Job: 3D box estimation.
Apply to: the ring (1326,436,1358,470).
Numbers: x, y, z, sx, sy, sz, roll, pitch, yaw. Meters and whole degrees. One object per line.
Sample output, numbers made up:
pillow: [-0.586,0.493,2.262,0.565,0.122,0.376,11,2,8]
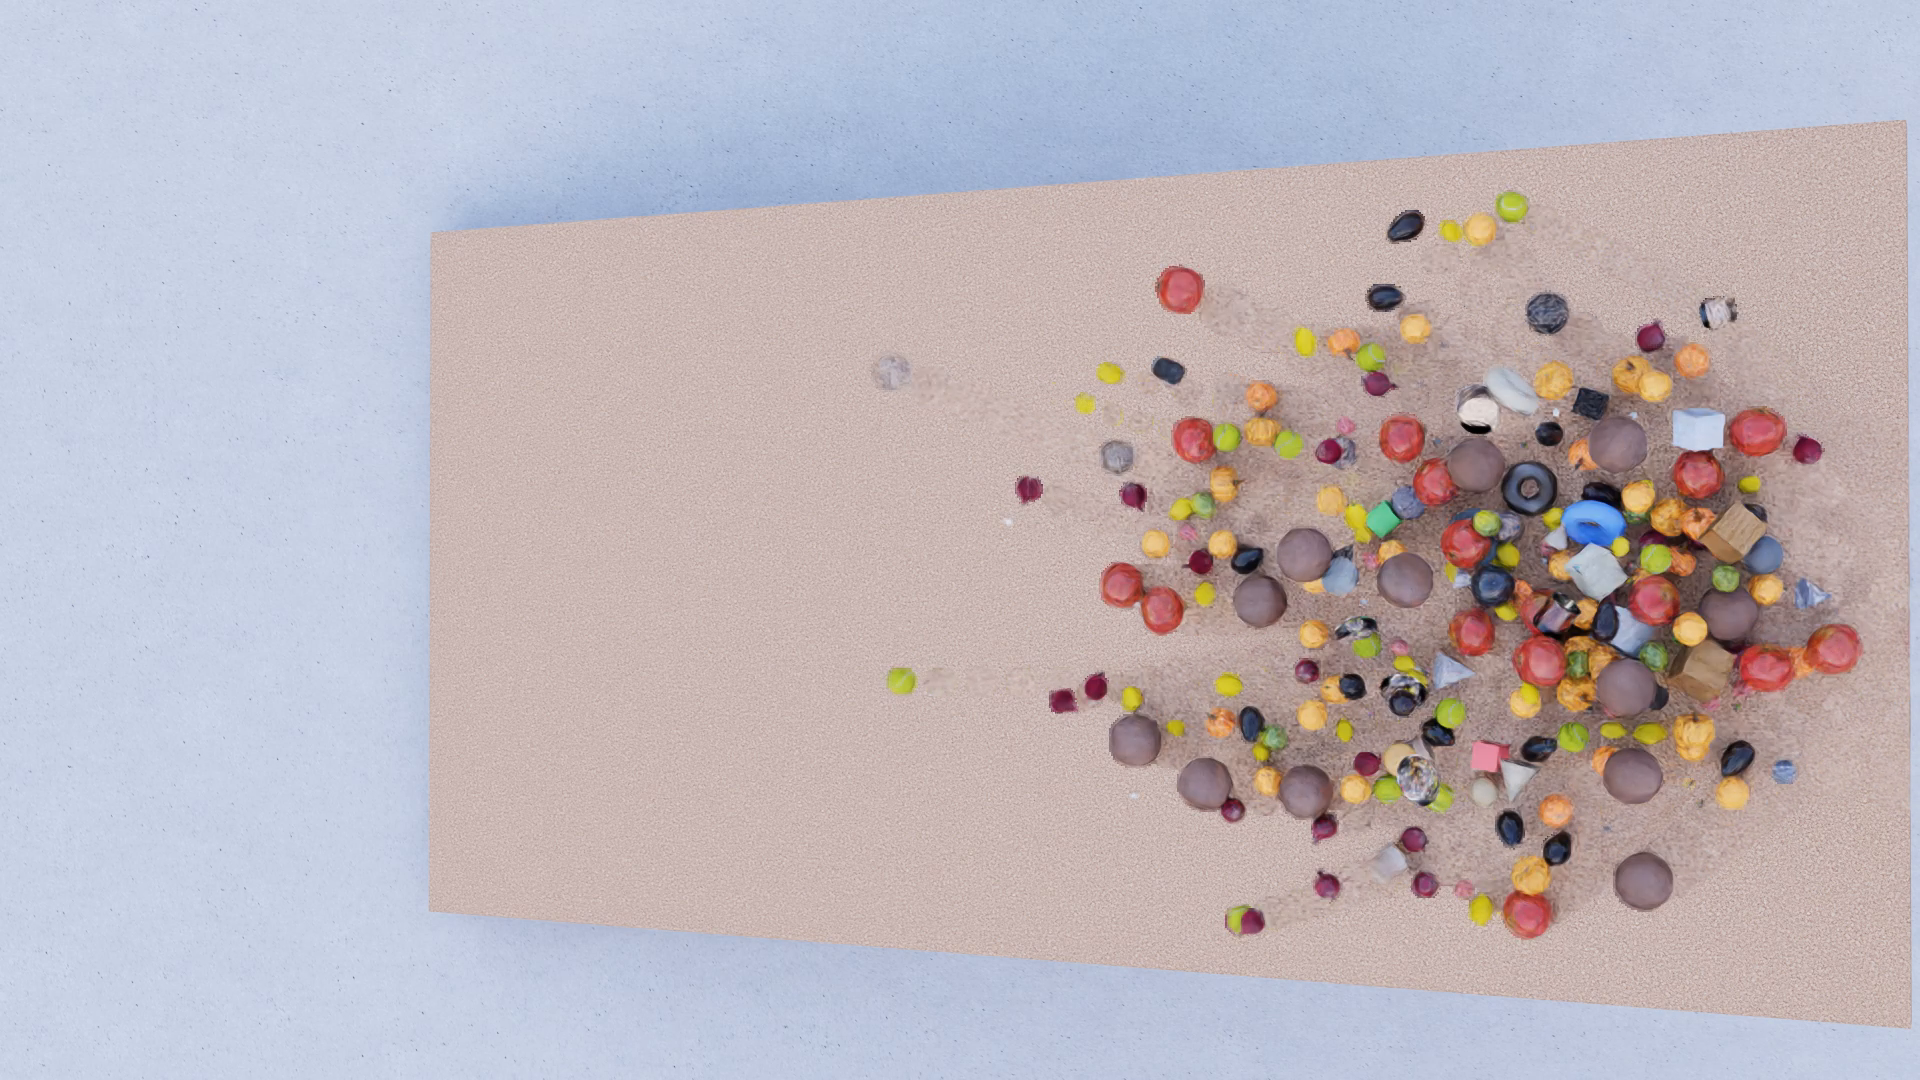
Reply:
ring: [0.927,-0.211,5.346,0.080,0.027,0.080,0,91,25]

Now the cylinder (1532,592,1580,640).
cylinder: [1.354,0.172,4.991,0.077,0.077,0.077,31,117,0]

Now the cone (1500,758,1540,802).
cone: [1.280,0.561,5.076,0.096,0.096,0.096,13,94,0]

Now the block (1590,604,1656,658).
block: [1.511,0.208,5.014,0.086,0.086,0.086,27,88,-17]

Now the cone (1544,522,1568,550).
cone: [1.383,-0.018,5.063,0.058,0.058,0.058,15,125,0]

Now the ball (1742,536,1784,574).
ball: [1.794,0.033,4.915,0.086,0.086,0.086,0,89,0]

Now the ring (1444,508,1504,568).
ring: [1.216,-0.005,5.203,0.139,0.046,0.139,0,89,24]

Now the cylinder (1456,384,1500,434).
cylinder: [1.214,-0.306,5.150,0.093,0.093,0.093,3,113,7]

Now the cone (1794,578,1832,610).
cone: [1.909,0.124,4.897,0.071,0.071,0.071,5,89,-2]

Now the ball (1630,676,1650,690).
ball: [1.564,0.337,5.038,0.053,0.053,0.053,0,89,0]

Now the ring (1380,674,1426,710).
ring: [1.057,0.363,5.245,0.112,0.112,0.037,27,52,0]

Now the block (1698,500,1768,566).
block: [1.708,-0.015,4.860,0.090,0.090,0.090,42,78,8]

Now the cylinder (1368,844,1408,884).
cylinder: [1.023,0.775,5.253,0.069,0.069,0.069,-37,89,0]

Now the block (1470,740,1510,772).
block: [1.247,0.508,5.166,0.062,0.062,0.062,8,93,38]

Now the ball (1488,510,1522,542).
ball: [1.272,-0.031,5.128,0.077,0.077,0.077,0,89,0]

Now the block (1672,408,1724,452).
block: [1.645,-0.247,4.900,0.077,0.077,0.077,-8,107,-19]

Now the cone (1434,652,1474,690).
cone: [1.180,0.313,5.218,0.090,0.090,0.090,5,89,-3]

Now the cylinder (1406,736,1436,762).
cylinder: [1.088,0.509,5.244,0.065,0.065,0.065,-31,89,21]

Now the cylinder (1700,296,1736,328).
cylinder: [1.704,-0.512,4.943,0.060,0.060,0.060,-12,89,39]

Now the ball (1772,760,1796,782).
ball: [1.843,0.517,4.912,0.050,0.050,0.050,0,89,0]

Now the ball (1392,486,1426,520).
ball: [1.072,-0.089,5.249,0.081,0.081,0.081,0,89,0]

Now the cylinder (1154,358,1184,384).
cylinder: [0.502,-0.406,5.290,0.053,0.053,0.053,-10,112,-27]

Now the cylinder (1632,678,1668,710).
cylinder: [1.563,0.350,4.979,0.057,0.057,0.057,-9,112,-22]

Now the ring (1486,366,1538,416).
ring: [1.215,-0.328,4.840,0.136,0.136,0.045,39,117,0]

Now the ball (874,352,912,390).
ball: [-0.179,-0.445,5.805,0.100,0.100,0.100,0,89,0]

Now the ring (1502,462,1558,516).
ring: [1.335,-0.121,5.153,0.129,0.043,0.129,0,90,23]

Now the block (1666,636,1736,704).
block: [1.658,0.290,4.921,0.096,0.096,0.096,29,71,4]

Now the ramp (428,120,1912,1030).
ramp: [0.283,0.083,5.701,4.000,0.100,2.000,0,89,24]

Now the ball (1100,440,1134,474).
ball: [0.396,-0.210,5.552,0.086,0.086,0.086,0,89,0]

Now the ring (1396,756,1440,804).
ring: [1.025,0.537,4.918,0.117,0.039,0.117,18,56,-29]

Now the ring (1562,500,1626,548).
ring: [1.456,-0.037,5.052,0.145,0.145,0.048,22,59,0]

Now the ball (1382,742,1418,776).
ball: [1.031,0.514,5.148,0.081,0.081,0.081,0,89,0]

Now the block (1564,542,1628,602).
block: [1.453,0.073,5.026,0.084,0.084,0.084,-40,110,-3]

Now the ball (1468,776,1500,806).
ball: [1.233,0.592,5.175,0.070,0.070,0.070,0,89,0]

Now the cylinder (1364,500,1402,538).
cylinder: [1.017,-0.050,5.282,0.066,0.066,0.066,-31,89,31]

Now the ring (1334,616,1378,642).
ring: [0.940,0.211,5.216,0.105,0.105,0.035,-13,66,0]

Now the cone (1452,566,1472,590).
cone: [1.192,0.096,5.162,0.057,0.057,0.057,14,89,14]

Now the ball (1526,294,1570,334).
ball: [1.359,-0.523,5.085,0.096,0.096,0.096,0,89,0]

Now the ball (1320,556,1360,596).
ball: [0.891,0.085,5.164,0.091,0.091,0.091,0,89,0]

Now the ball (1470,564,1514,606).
ball: [1.234,0.105,5.095,0.099,0.099,0.099,0,89,0]

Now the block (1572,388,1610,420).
block: [1.455,-0.314,5.074,0.060,0.060,0.060,22,102,22]
